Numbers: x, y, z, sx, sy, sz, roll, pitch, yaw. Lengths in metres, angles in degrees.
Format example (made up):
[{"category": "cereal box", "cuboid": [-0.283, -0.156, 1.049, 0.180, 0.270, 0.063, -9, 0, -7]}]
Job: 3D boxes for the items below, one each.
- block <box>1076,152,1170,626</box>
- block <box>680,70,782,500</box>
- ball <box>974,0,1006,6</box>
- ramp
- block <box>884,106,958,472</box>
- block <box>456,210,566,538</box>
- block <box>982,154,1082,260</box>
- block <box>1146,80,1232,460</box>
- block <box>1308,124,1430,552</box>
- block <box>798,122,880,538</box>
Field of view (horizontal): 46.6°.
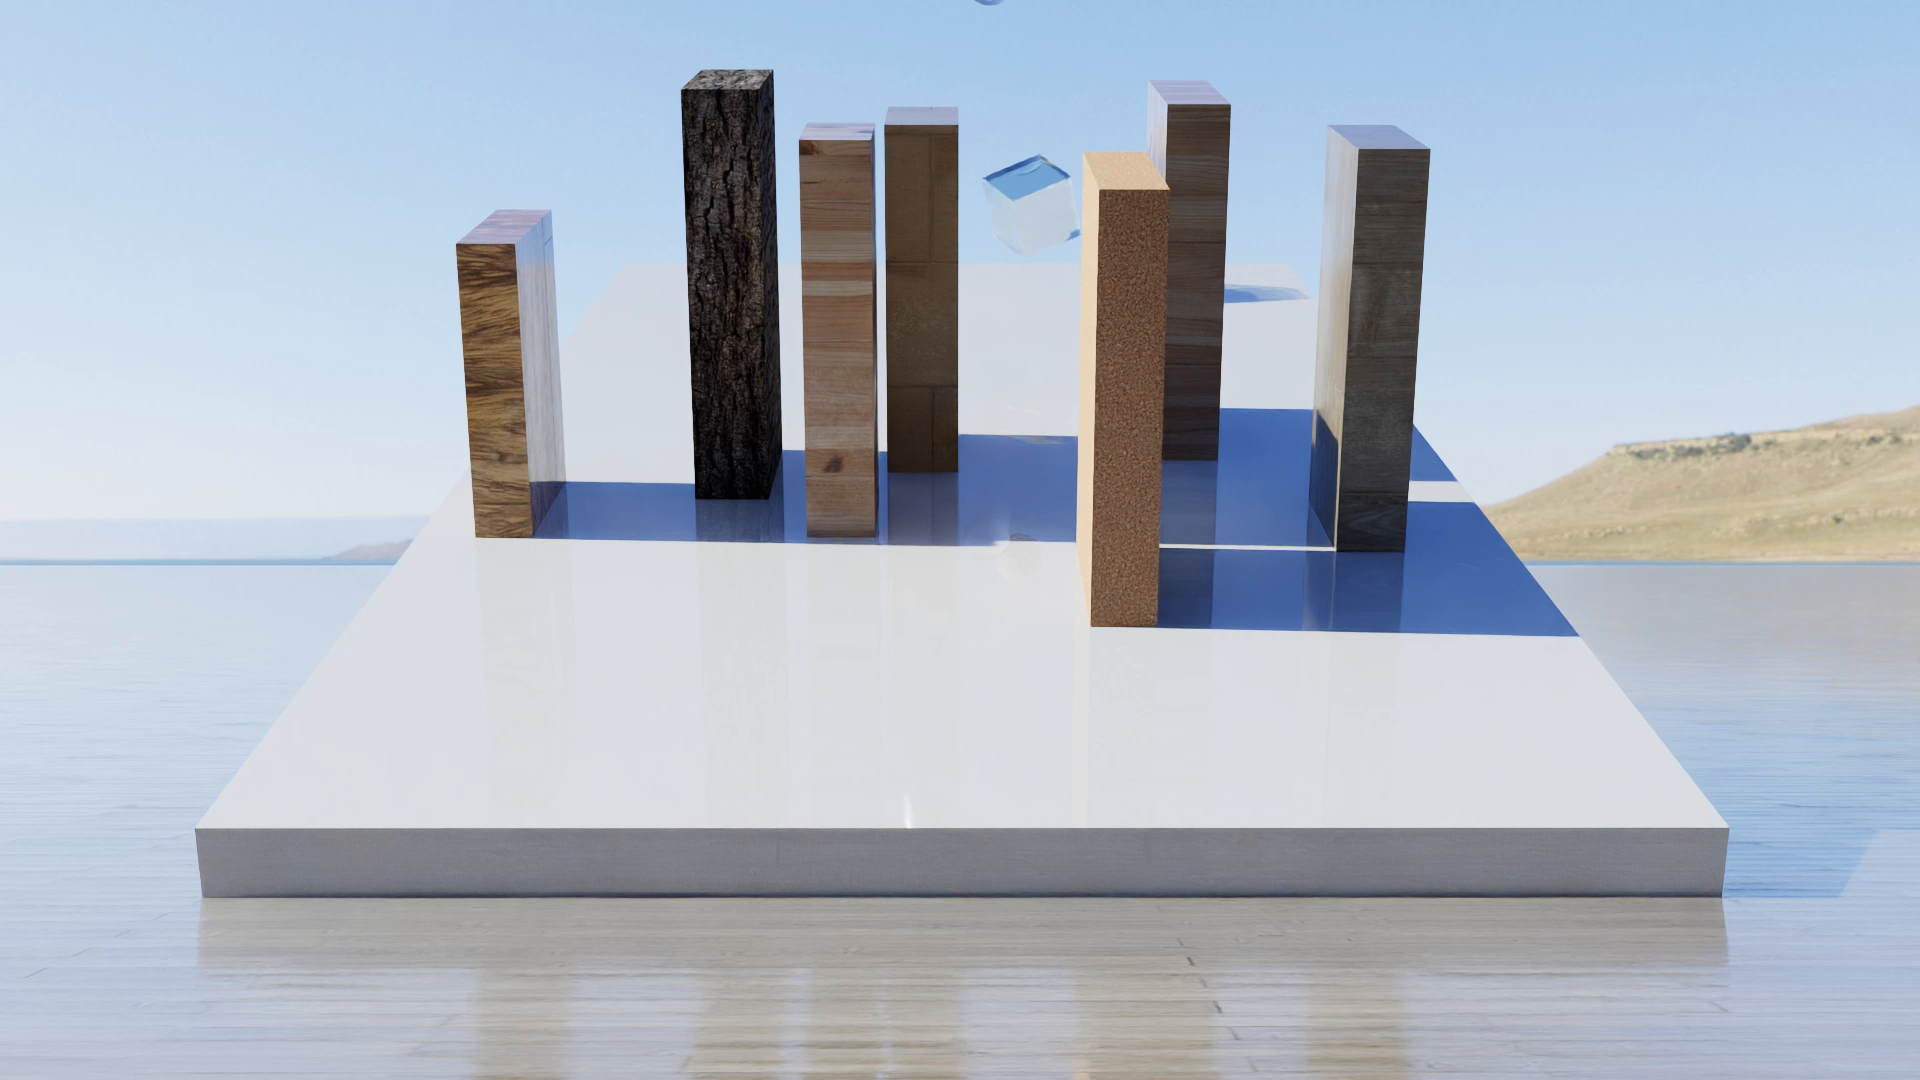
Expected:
[{"category": "block", "cuboid": [0.267, -0.263, 3.739, 0.109, 0.714, 0.427, 0, 18, 0]}, {"category": "block", "cuboid": [-0.444, -0.510, 4.395, 0.143, 0.786, 0.368, 0, 18, 0]}, {"category": "ball", "cuboid": [0.088, -1.643, 6.552, 0.147, 0.147, 0.147, 0, 0, 0]}, {"category": "ramp", "cuboid": [-0.003, -0.181, 4.827, 2.000, 0.100, 4.000, 0, 18, 0]}, {"category": "block", "cuboid": [-0.076, -0.516, 4.563, 0.144, 0.698, 0.304, 0, 18, 0]}, {"category": "block", "cuboid": [-0.839, -0.320, 4.197, 0.105, 0.544, 0.376, 0, 18, 0]}, {"category": "block", "cuboid": [0.200, -0.927, 6.200, 0.184, 0.184, 0.184, -25, 38, -16]}, {"category": "block", "cuboid": [0.470, -0.579, 4.715, 0.126, 0.728, 0.448, 0, 18, 0]}, {"category": "block", "cuboid": [0.740, -0.372, 4.071, 0.123, 0.723, 0.329, 0, 18, 0]}, {"category": "block", "cuboid": [-0.219, -0.389, 4.114, 0.125, 0.726, 0.251, 0, 18, 0]}]
